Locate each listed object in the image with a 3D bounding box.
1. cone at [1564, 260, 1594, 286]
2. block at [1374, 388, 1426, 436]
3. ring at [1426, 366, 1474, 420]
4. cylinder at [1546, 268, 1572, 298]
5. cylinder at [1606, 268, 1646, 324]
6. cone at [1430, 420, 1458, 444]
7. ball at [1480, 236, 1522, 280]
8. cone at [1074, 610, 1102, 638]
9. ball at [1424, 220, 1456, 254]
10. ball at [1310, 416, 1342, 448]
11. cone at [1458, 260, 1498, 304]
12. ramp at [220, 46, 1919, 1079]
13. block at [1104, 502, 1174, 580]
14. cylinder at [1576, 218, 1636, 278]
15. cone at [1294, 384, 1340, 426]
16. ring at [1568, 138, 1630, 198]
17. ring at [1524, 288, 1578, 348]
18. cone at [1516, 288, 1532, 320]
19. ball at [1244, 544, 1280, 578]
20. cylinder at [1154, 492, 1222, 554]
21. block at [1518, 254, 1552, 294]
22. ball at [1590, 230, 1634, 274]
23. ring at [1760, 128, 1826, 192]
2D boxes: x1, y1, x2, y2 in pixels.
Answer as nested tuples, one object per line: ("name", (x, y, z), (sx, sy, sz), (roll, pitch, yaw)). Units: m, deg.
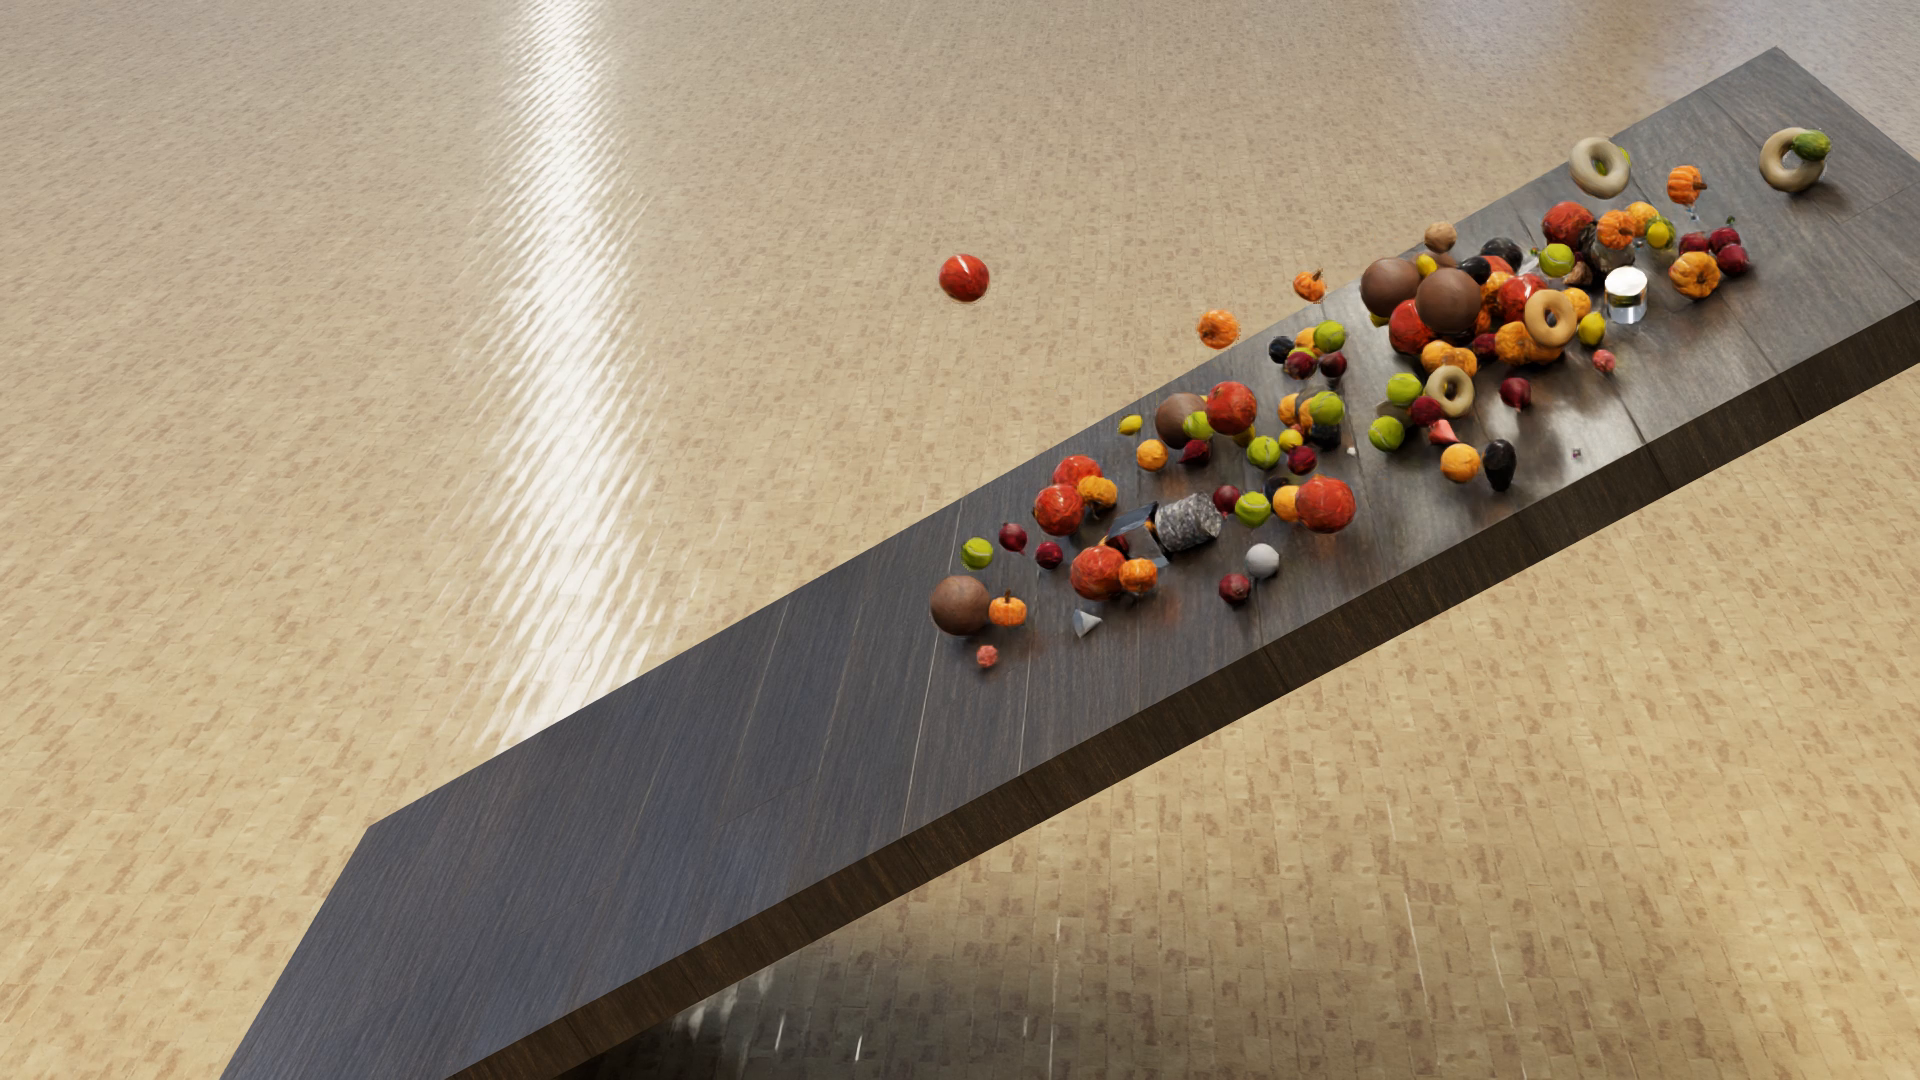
("cone", (1.245, -0.530, 5.966), (0.056, 0.056, 0.056), (-25, 26, -14))
("block", (0.869, -0.252, 5.807), (0.065, 0.065, 0.065), (-23, 1, 33))
("ring", (0.941, -0.284, 5.652), (0.105, 0.105, 0.035), (-9, -1, -25))
("cylinder", (1.226, -0.523, 6.015), (0.053, 0.053, 0.053), (5, 27, 14))
("cylinder", (1.274, -0.468, 5.626), (0.077, 0.077, 0.077), (-7, 50, 8))
("cone", (0.932, -0.197, 5.607), (0.052, 0.052, 0.052), (-13, 30, -34))
("ball", (1.155, -0.602, 6.284), (0.091, 0.091, 0.091), (0, 19, 0))
("cone", (0.260, 0.161, 5.821), (0.054, 0.054, 0.054), (-9, 21, -19))
("ball", (1.034, -0.653, 6.331), (0.069, 0.069, 0.069), (0, 19, 0))
("ball", (0.744, -0.218, 5.983), (0.066, 0.066, 0.066), (0, 19, 0))
("cone", (1.085, -0.536, 6.269), (0.085, 0.085, 0.085), (37, 2, -2))
("ramp", (0.142, 0.168, 6.287), (4.000, 0.100, 2.000), (-29, 15, 12))
("block", (0.370, 0.001, 5.961), (0.098, 0.098, 0.098), (-24, 19, 29))
("cylinder", (1.305, -0.589, 5.944), (0.093, 0.093, 0.093), (-2, 30, -6))
("cone", (0.749, -0.269, 6.182), (0.093, 0.093, 0.093), (2, -12, 7))
("ring", (1.288, -0.750, 5.929), (0.136, 0.136, 0.045), (-10, -17, -26))
("ring", (1.135, -0.426, 5.655), (0.117, 0.117, 0.039), (-10, -5, -27))
("cone", (1.158, -0.488, 5.994), (0.057, 0.057, 0.057), (-11, 28, 6))
("ball", (0.566, 0.039, 5.510), (0.065, 0.065, 0.065), (0, 19, 0))
("cylinder", (0.458, -0.035, 5.911), (0.096, 0.096, 0.096), (-24, 6, 29))
("block", (1.198, -0.548, 6.100), (0.055, 0.055, 0.055), (-35, 11, 22))
("ball", (1.298, -0.572, 5.849), (0.086, 0.086, 0.086), (0, 19, 0))
("ring", (1.639, -0.748, 5.792), (0.130, 0.130, 0.043), (12, -2, 31))
